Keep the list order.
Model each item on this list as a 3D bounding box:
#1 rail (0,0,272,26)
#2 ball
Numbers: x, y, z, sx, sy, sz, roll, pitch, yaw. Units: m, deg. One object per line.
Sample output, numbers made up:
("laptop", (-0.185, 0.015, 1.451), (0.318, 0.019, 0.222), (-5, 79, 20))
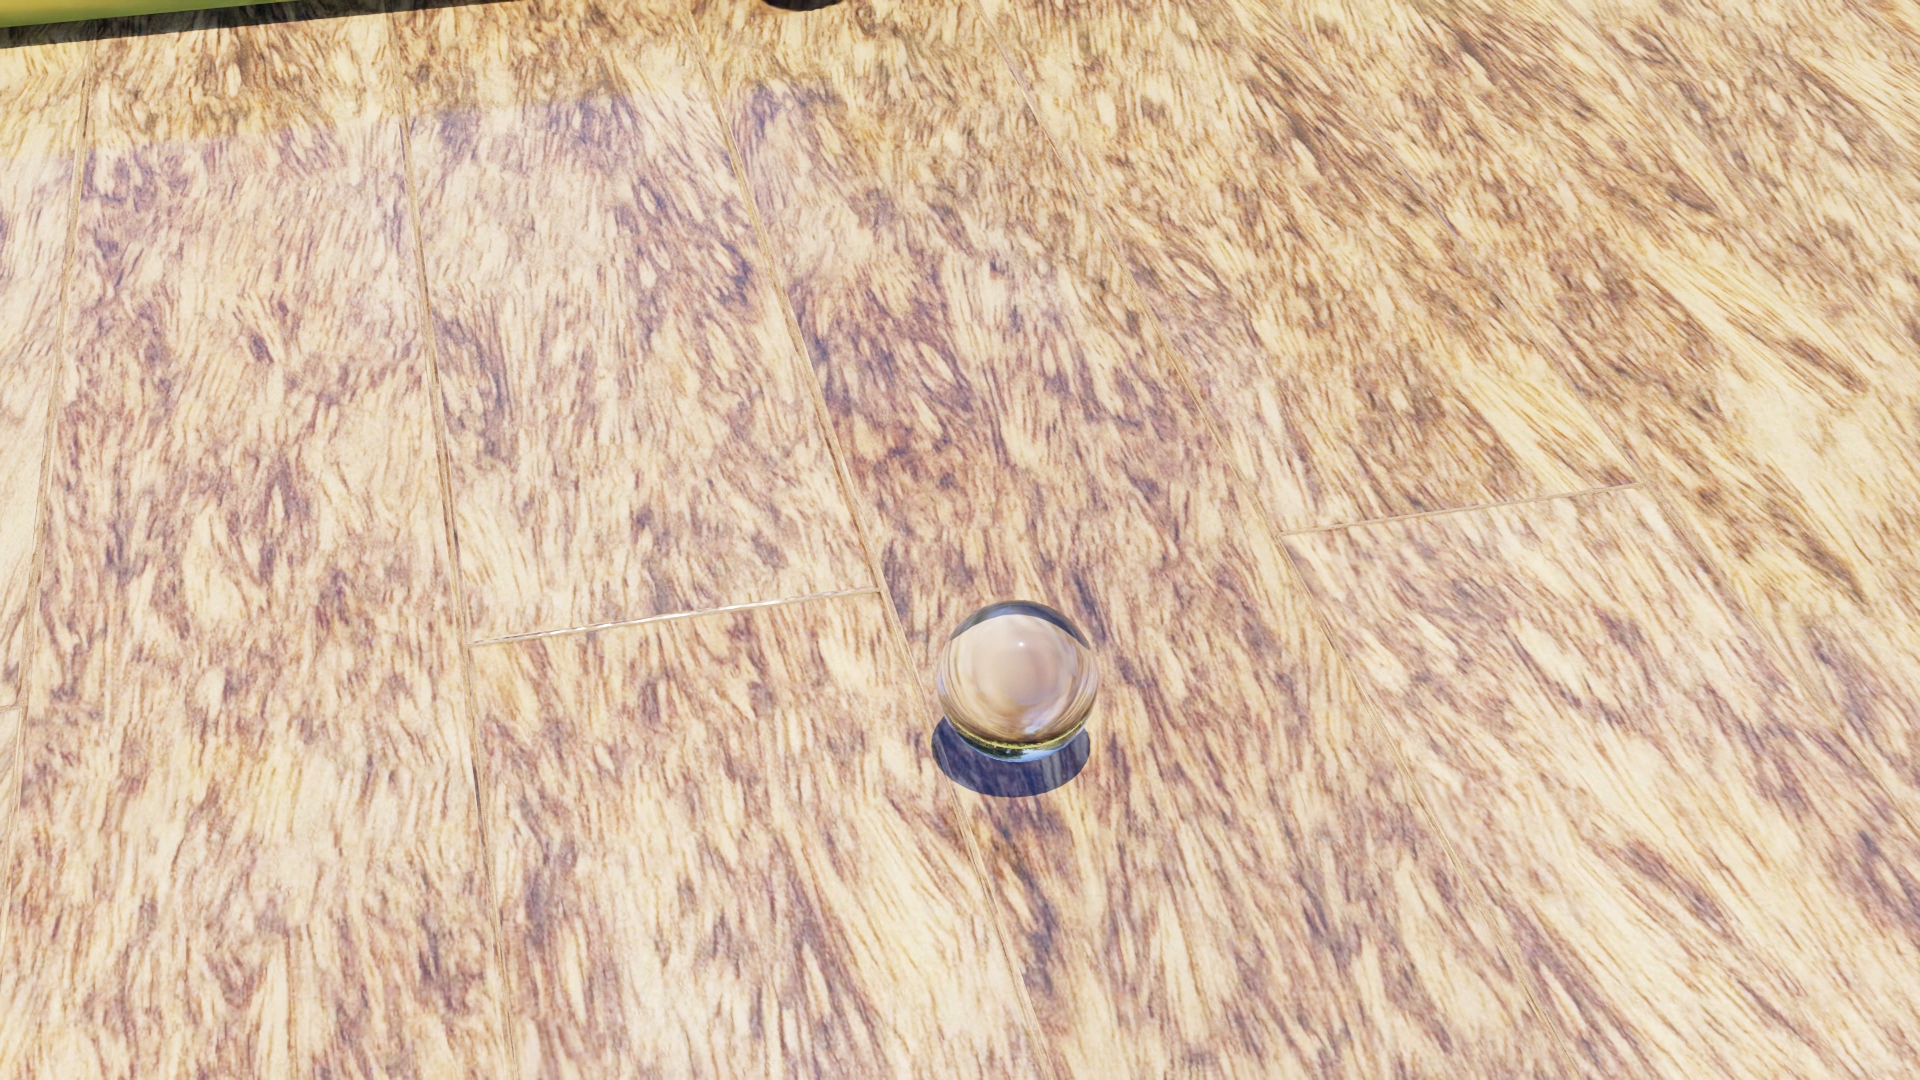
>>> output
("rail", (0.585, -0.667, 2.406), (3.276, 0.123, 0.045), (-8, 37, -10))
("ball", (0.032, 0.077, 1.411), (0.089, 0.089, 0.089), (0, 36, 0))
